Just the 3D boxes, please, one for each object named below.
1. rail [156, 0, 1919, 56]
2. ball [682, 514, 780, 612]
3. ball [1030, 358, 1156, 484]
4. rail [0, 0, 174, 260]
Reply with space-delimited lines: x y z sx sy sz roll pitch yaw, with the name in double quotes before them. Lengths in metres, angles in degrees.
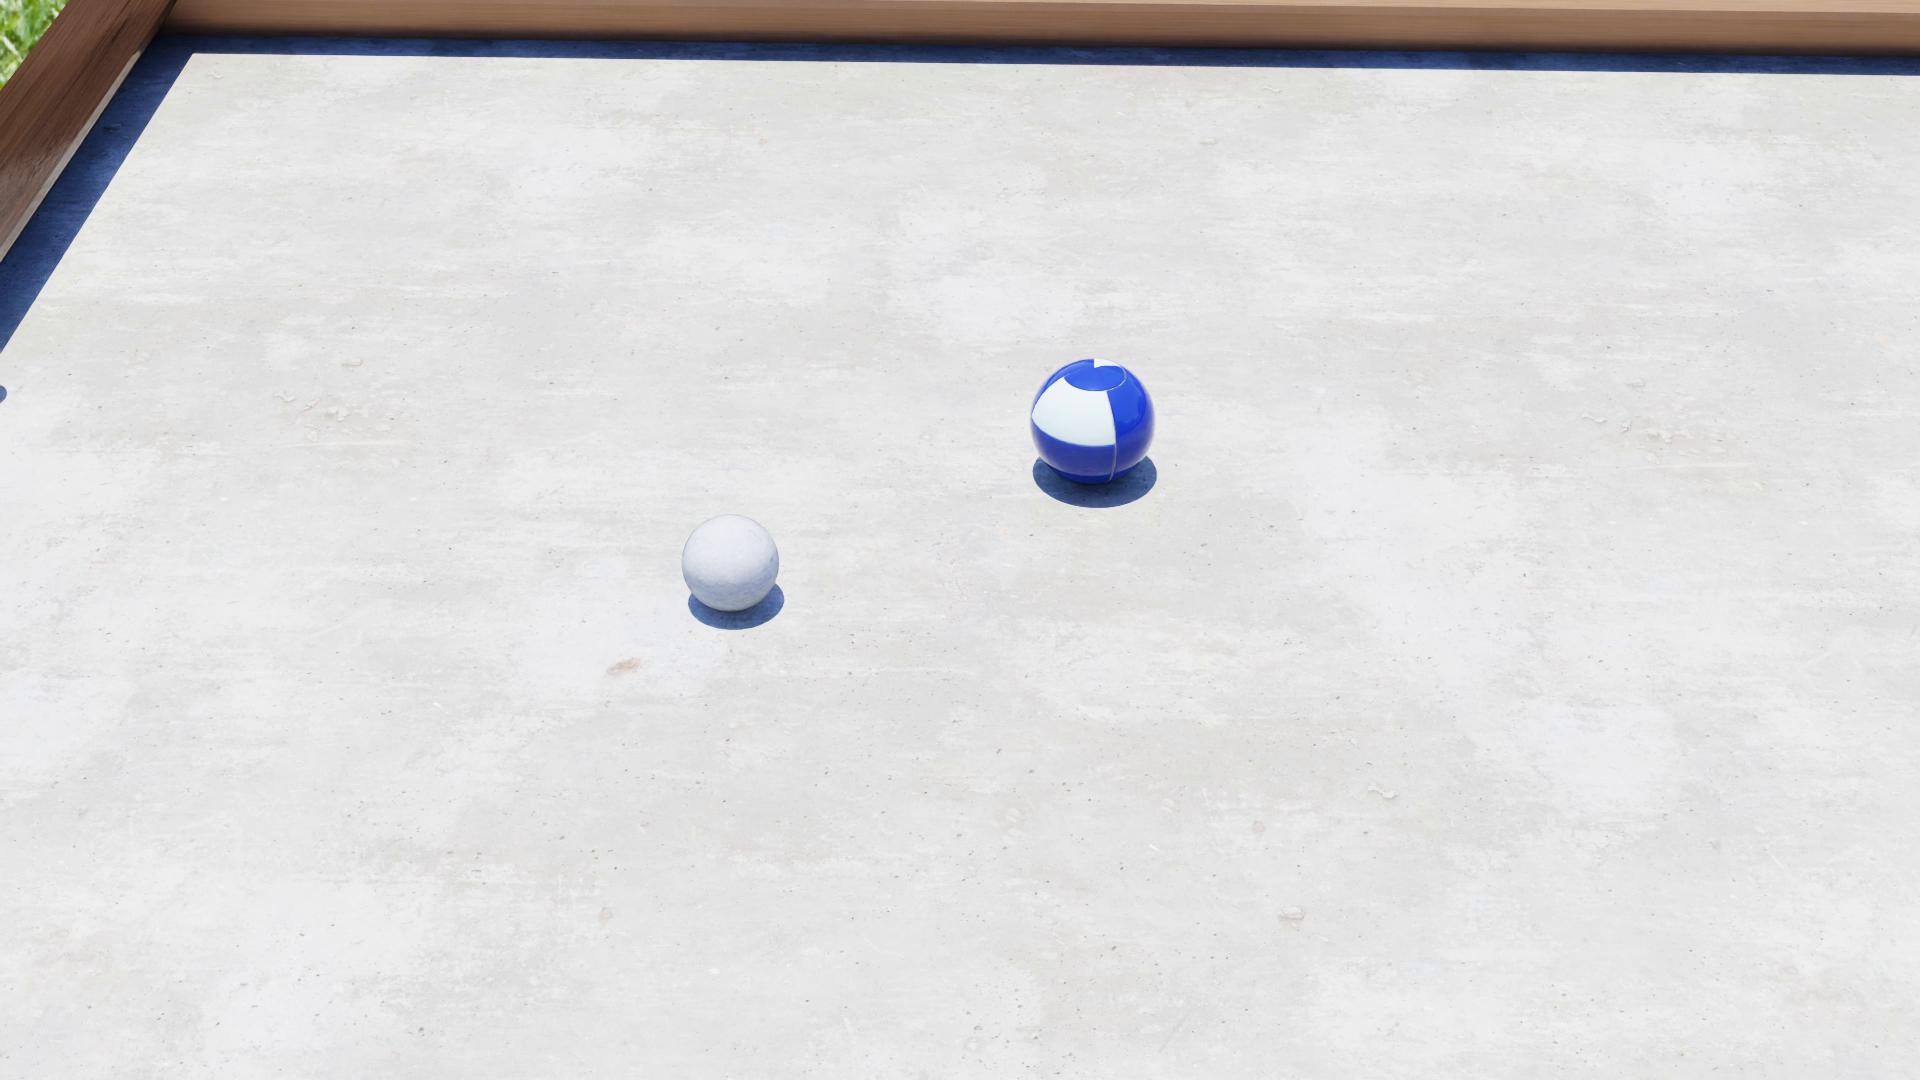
"rail" 0.840 -0.502 2.417 3.261 0.119 0.045 1 36 1
"ball" -0.156 0.015 1.738 0.066 0.066 0.066 0 36 0
"ball" 0.096 -0.086 1.858 0.092 0.092 0.092 0 36 0
"rail" -0.791 -0.034 1.760 0.045 0.119 1.758 1 36 1
